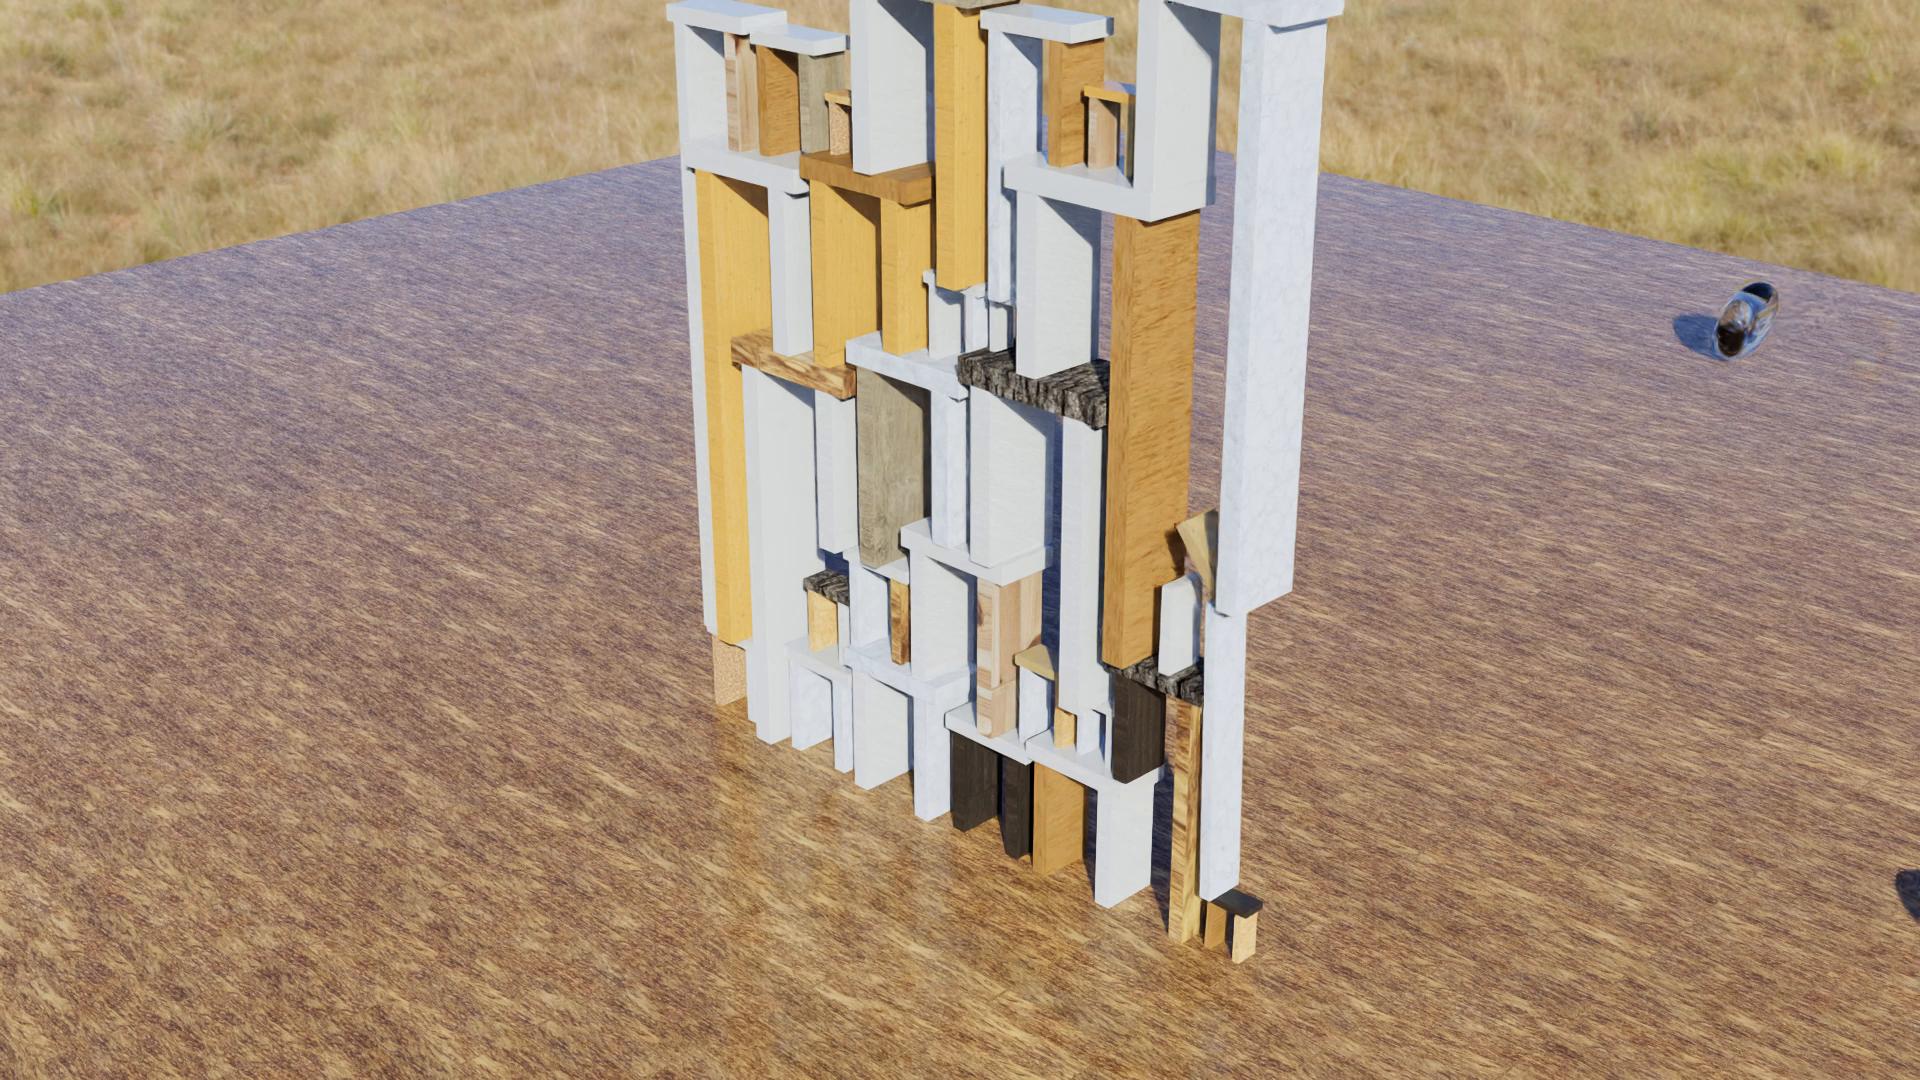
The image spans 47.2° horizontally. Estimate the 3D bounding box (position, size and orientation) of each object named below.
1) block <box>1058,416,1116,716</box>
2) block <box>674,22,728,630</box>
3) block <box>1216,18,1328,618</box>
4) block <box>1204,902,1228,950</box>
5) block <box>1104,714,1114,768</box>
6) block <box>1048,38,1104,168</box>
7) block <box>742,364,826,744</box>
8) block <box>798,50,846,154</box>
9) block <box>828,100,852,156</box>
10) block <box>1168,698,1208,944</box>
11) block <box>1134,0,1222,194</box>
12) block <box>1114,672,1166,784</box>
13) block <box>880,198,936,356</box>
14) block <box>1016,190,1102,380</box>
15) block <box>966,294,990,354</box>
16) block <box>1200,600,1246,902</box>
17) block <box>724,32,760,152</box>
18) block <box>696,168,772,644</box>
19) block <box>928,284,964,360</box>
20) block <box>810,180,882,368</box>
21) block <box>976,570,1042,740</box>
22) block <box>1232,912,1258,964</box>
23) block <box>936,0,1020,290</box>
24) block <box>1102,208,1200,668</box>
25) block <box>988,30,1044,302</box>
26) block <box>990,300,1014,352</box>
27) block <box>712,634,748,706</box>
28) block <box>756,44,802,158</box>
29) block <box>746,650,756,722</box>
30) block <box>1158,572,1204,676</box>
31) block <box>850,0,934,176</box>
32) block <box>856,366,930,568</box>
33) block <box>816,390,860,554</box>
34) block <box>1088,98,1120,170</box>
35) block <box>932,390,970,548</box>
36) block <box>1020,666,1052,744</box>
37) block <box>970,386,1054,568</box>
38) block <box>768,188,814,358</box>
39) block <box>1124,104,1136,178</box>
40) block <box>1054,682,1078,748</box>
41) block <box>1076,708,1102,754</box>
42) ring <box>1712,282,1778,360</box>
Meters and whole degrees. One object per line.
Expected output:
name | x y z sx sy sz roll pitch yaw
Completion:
block | 0.258 0.029 3.957 0.171 0.565 0.049 -21 31 -40
block | -0.509 -0.425 4.591 0.114 1.306 0.032 -21 31 -41
block | 0.497 -0.347 3.536 0.153 0.978 0.043 -21 31 -40
block | 0.468 0.693 4.004 0.049 0.097 0.014 -21 32 -41
block | 0.293 0.364 4.066 0.053 0.106 0.015 -21 31 -41
block | 0.195 -0.740 3.693 0.104 0.209 0.030 -21 31 -40
block | -0.363 0.020 4.628 0.047 0.849 0.167 21 31 41
block | -0.259 -0.831 4.153 0.026 0.184 0.092 21 31 41
block | -0.222 -0.778 4.135 0.014 0.101 0.050 21 31 41
block | 0.431 0.493 3.970 0.108 0.491 0.031 -21 31 -41
block | 0.350 -0.725 3.533 0.153 0.307 0.043 -21 31 -40
block | 0.329 0.327 4.011 0.031 0.217 0.108 21 31 41
block | -0.078 -0.503 4.098 0.042 0.293 0.147 21 31 41
block | 0.173 -0.460 3.841 0.164 0.328 0.047 -21 31 -40
block | 0.043 -0.385 4.014 0.020 0.143 0.072 21 31 41
block | 0.463 0.366 3.873 0.084 0.578 0.024 -21 29 -40
block | -0.401 -0.879 4.281 0.032 0.229 0.114 21 31 41
block | -0.450 -0.278 4.597 0.047 1.031 0.165 21 31 41
block | -0.025 -0.412 4.076 0.020 0.143 0.072 21 31 41
block | -0.216 -0.525 4.240 0.042 0.363 0.147 21 31 41
block | 0.095 0.207 4.214 0.039 0.330 0.136 21 31 41
block | 0.513 0.710 3.962 0.014 0.097 0.049 21 31 41
block | 0.032 -0.702 3.887 0.046 0.499 0.164 21 31 40
block | 0.327 -0.176 3.794 0.164 0.816 0.047 -21 31 -40
block | 0.096 -0.656 3.836 0.104 0.474 0.030 -21 31 -40
block | 0.075 -0.392 3.979 0.048 0.096 0.014 -21 30 -40
block | -0.507 0.275 4.893 0.024 0.171 0.086 21 31 41
block | -0.345 -0.853 4.239 0.026 0.212 0.092 21 31 41
block | -0.426 0.307 4.819 0.024 0.171 0.086 21 31 41
block | 0.388 0.148 3.862 0.084 0.167 0.024 -21 32 -40
block | -0.122 -0.842 3.996 0.164 0.328 0.046 -22 31 -40
block | -0.128 -0.159 4.296 0.153 0.408 0.043 -21 31 -41
block | -0.206 -0.156 4.383 0.167 0.334 0.047 -21 31 -41
block | 0.241 -0.683 3.674 0.060 0.121 0.017 -21 31 -40
block | 0.016 -0.150 4.143 0.043 0.305 0.153 21 31 41
block | 0.144 0.305 4.197 0.019 0.162 0.068 21 31 41
block | 0.097 -0.137 4.063 0.049 0.343 0.171 21 31 41
block | -0.294 -0.540 4.316 0.047 0.330 0.165 21 31 41
block | 0.298 -0.661 3.621 0.060 0.121 0.017 -21 31 -40
block | 0.208 0.319 4.134 0.068 0.136 0.019 -21 31 -41
block | 0.243 0.344 4.112 0.053 0.106 0.015 -21 31 -41
ring | 2.534 -0.706 7.092 0.280 0.280 0.093 -20 45 -39
